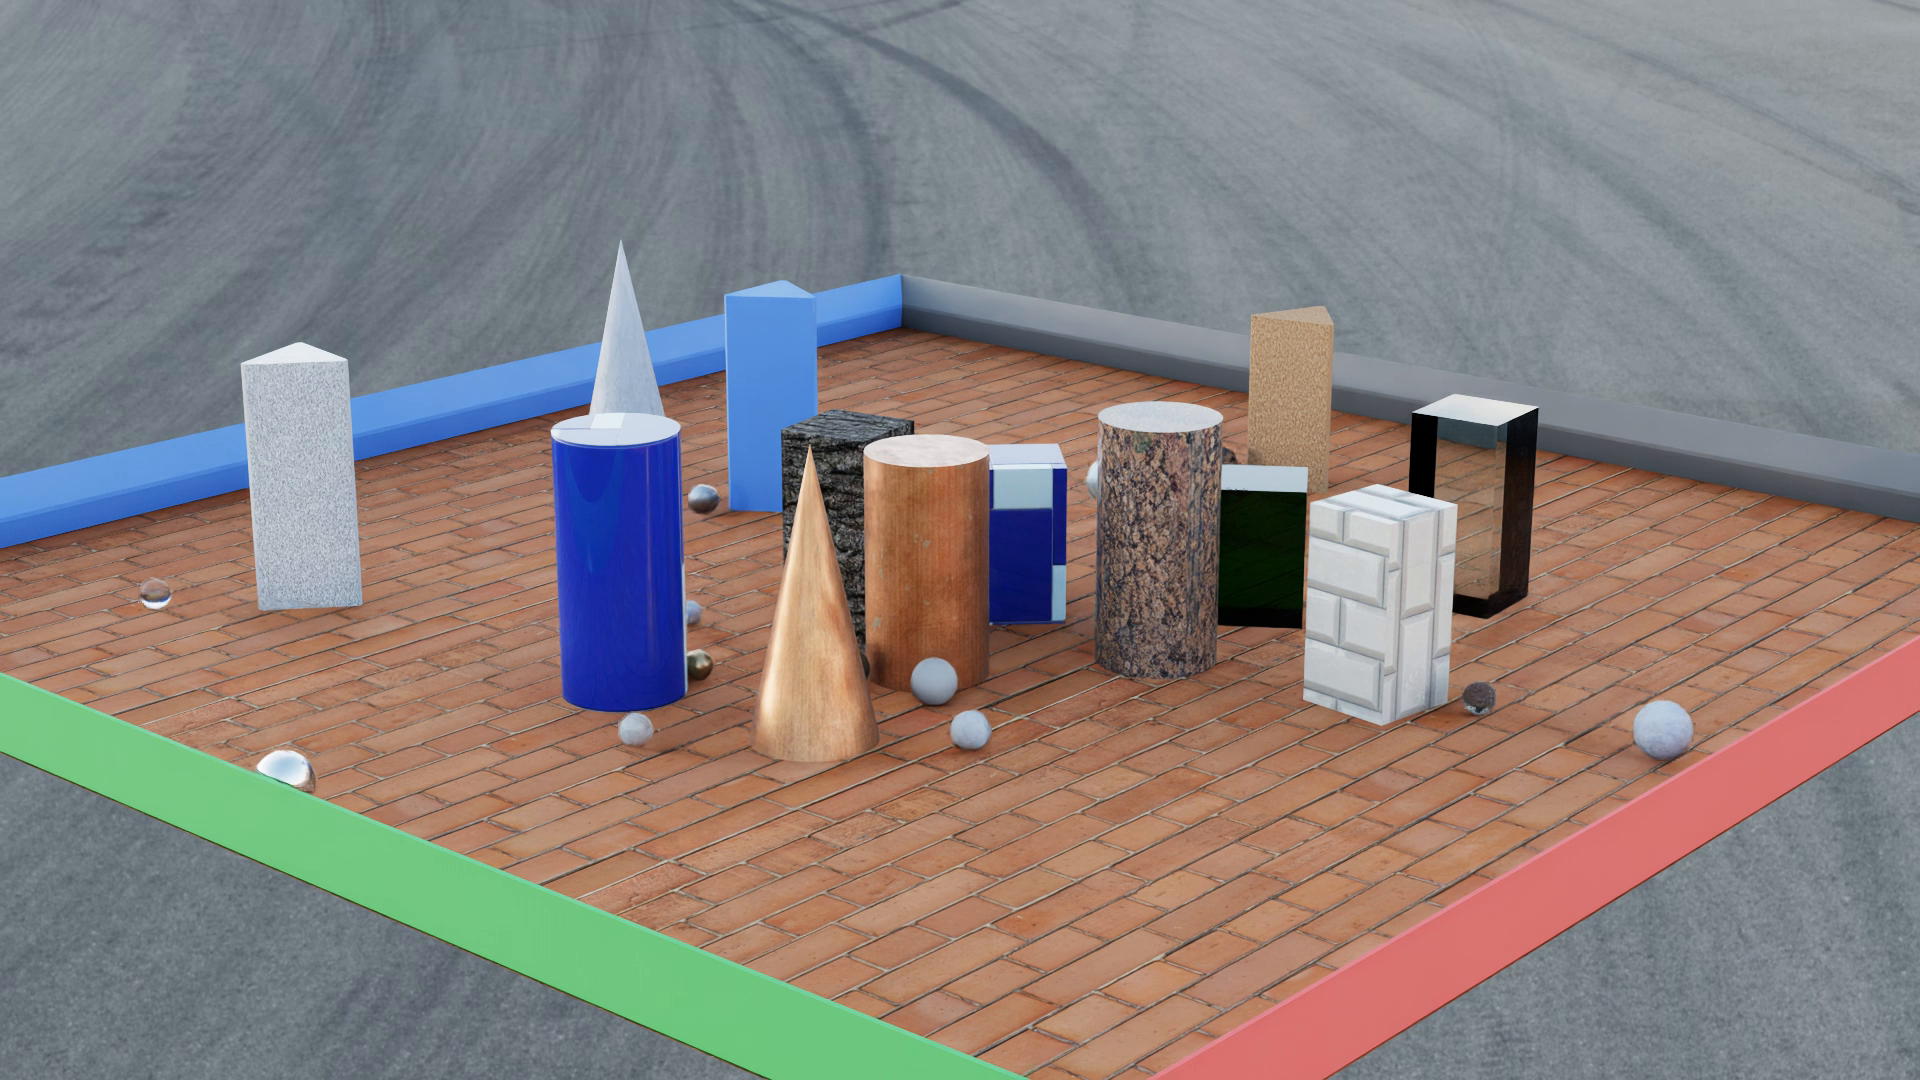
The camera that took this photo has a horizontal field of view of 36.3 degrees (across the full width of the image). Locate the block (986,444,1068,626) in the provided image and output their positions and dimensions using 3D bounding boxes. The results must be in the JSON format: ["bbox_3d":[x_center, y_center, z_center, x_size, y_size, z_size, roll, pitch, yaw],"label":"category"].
[{"bbox_3d":[0.094,-0.011,5.016,0.160,0.274,0.160,-1,17,-4],"label":"block"}]

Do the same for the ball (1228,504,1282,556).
[{"bbox_3d":[0.537,-0.019,5.348,0.098,0.098,0.098,0,17,0],"label":"ball"}]

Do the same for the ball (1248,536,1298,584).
[{"bbox_3d":[0.555,0.035,5.190,0.086,0.086,0.086,0,17,0],"label":"ball"}]

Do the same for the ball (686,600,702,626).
[{"bbox_3d":[-0.458,0.123,4.973,0.042,0.042,0.042,0,17,0],"label":"ball"}]

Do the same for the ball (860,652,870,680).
[{"bbox_3d":[-0.177,0.204,4.662,0.067,0.067,0.067,0,17,0],"label":"ball"}]

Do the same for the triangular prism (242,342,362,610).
[{"bbox_3d":[-1.134,-0.113,5.077,0.173,0.435,0.150,-3,17,-9],"label":"triangular prism"}]

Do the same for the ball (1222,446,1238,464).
[{"bbox_3d":[0.512,-0.149,5.818,0.077,0.077,0.077,0,17,0],"label":"ball"}]

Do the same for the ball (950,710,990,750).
[{"bbox_3d":[0.015,0.286,4.401,0.060,0.060,0.060,0,17,0],"label":"ball"}]

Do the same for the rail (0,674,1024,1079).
[{"bbox_3d":[-0.987,0.360,4.031,3.039,0.130,0.045,14,22,39],"label":"rail"}]

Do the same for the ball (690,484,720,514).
[{"bbox_3d":[-0.490,-0.078,5.616,0.057,0.057,0.057,0,17,0],"label":"ball"}]

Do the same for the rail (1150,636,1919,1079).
[{"bbox_3d":[1.130,0.315,4.181,0.045,0.130,3.058,14,22,39],"label":"rail"}]

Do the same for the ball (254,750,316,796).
[{"bbox_3d":[-0.959,0.343,4.163,0.090,0.090,0.090,0,17,0],"label":"ball"}]

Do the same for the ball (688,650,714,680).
[{"bbox_3d":[-0.421,0.200,4.708,0.049,0.049,0.049,0,17,0],"label":"ball"}]

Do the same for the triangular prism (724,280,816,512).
[{"bbox_3d":[-0.350,-0.279,5.652,0.173,0.421,0.150,2,17,6],"label":"triangular prism"}]

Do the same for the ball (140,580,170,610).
[{"bbox_3d":[-1.388,0.093,5.057,0.052,0.052,0.052,0,17,0],"label":"ball"}]

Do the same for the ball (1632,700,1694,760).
[{"bbox_3d":[1.047,0.282,4.366,0.088,0.088,0.088,0,17,0],"label":"ball"}]

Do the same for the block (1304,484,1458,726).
[{"bbox_3d":[0.654,0.099,4.569,0.160,0.323,0.160,-15,22,-40],"label":"block"}]

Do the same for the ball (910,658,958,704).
[{"bbox_3d":[-0.040,0.221,4.594,0.074,0.074,0.074,0,17,0],"label":"ball"}]

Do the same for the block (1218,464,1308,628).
[{"bbox_3d":[0.509,0.010,5.008,0.160,0.240,0.160,2,17,7],"label":"block"}]

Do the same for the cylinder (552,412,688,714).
[{"bbox_3d":[-0.532,0.034,4.596,0.200,0.431,0.200,0,17,0],"label":"cylinder"}]

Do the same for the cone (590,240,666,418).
[{"bbox_3d":[-0.670,-0.369,5.859,0.200,0.474,0.200,0,17,0],"label":"cone"}]

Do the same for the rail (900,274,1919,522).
[{"bbox_3d":[0.987,-0.295,6.208,3.039,0.130,0.045,14,22,39],"label":"rail"}]

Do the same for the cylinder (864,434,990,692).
[{"bbox_3d":[-0.053,0.036,4.691,0.200,0.372,0.200,0,17,0],"label":"cylinder"}]

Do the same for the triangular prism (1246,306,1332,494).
[{"bbox_3d":[0.683,-0.284,5.814,0.173,0.338,0.150,10,19,29],"label":"triangular prism"}]

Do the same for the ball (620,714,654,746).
[{"bbox_3d":[-0.488,0.286,4.418,0.051,0.051,0.051,0,17,0],"label":"ball"}]

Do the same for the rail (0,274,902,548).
[{"bbox_3d":[-1.130,-0.250,6.059,0.045,0.130,3.058,14,22,39],"label":"rail"}]

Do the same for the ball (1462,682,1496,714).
[{"bbox_3d":[0.806,0.245,4.552,0.052,0.052,0.052,0,17,0],"label":"ball"}]

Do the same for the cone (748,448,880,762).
[{"bbox_3d":[-0.221,0.080,4.389,0.200,0.463,0.200,0,17,0],"label":"cone"}]

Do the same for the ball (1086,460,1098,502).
[{"bbox_3d":[0.294,-0.113,5.657,0.100,0.100,0.100,0,17,0],"label":"ball"}]

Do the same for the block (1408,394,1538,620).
[{"bbox_3d":[0.882,-0.060,5.063,0.160,0.341,0.160,12,20,34],"label":"block"}]

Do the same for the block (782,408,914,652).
[{"bbox_3d":[-0.185,-0.019,4.898,0.160,0.358,0.160,9,19,29],"label":"block"}]

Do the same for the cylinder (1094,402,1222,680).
[{"bbox_3d":[0.321,-0.001,4.750,0.200,0.410,0.200,0,17,0],"label":"cylinder"}]
